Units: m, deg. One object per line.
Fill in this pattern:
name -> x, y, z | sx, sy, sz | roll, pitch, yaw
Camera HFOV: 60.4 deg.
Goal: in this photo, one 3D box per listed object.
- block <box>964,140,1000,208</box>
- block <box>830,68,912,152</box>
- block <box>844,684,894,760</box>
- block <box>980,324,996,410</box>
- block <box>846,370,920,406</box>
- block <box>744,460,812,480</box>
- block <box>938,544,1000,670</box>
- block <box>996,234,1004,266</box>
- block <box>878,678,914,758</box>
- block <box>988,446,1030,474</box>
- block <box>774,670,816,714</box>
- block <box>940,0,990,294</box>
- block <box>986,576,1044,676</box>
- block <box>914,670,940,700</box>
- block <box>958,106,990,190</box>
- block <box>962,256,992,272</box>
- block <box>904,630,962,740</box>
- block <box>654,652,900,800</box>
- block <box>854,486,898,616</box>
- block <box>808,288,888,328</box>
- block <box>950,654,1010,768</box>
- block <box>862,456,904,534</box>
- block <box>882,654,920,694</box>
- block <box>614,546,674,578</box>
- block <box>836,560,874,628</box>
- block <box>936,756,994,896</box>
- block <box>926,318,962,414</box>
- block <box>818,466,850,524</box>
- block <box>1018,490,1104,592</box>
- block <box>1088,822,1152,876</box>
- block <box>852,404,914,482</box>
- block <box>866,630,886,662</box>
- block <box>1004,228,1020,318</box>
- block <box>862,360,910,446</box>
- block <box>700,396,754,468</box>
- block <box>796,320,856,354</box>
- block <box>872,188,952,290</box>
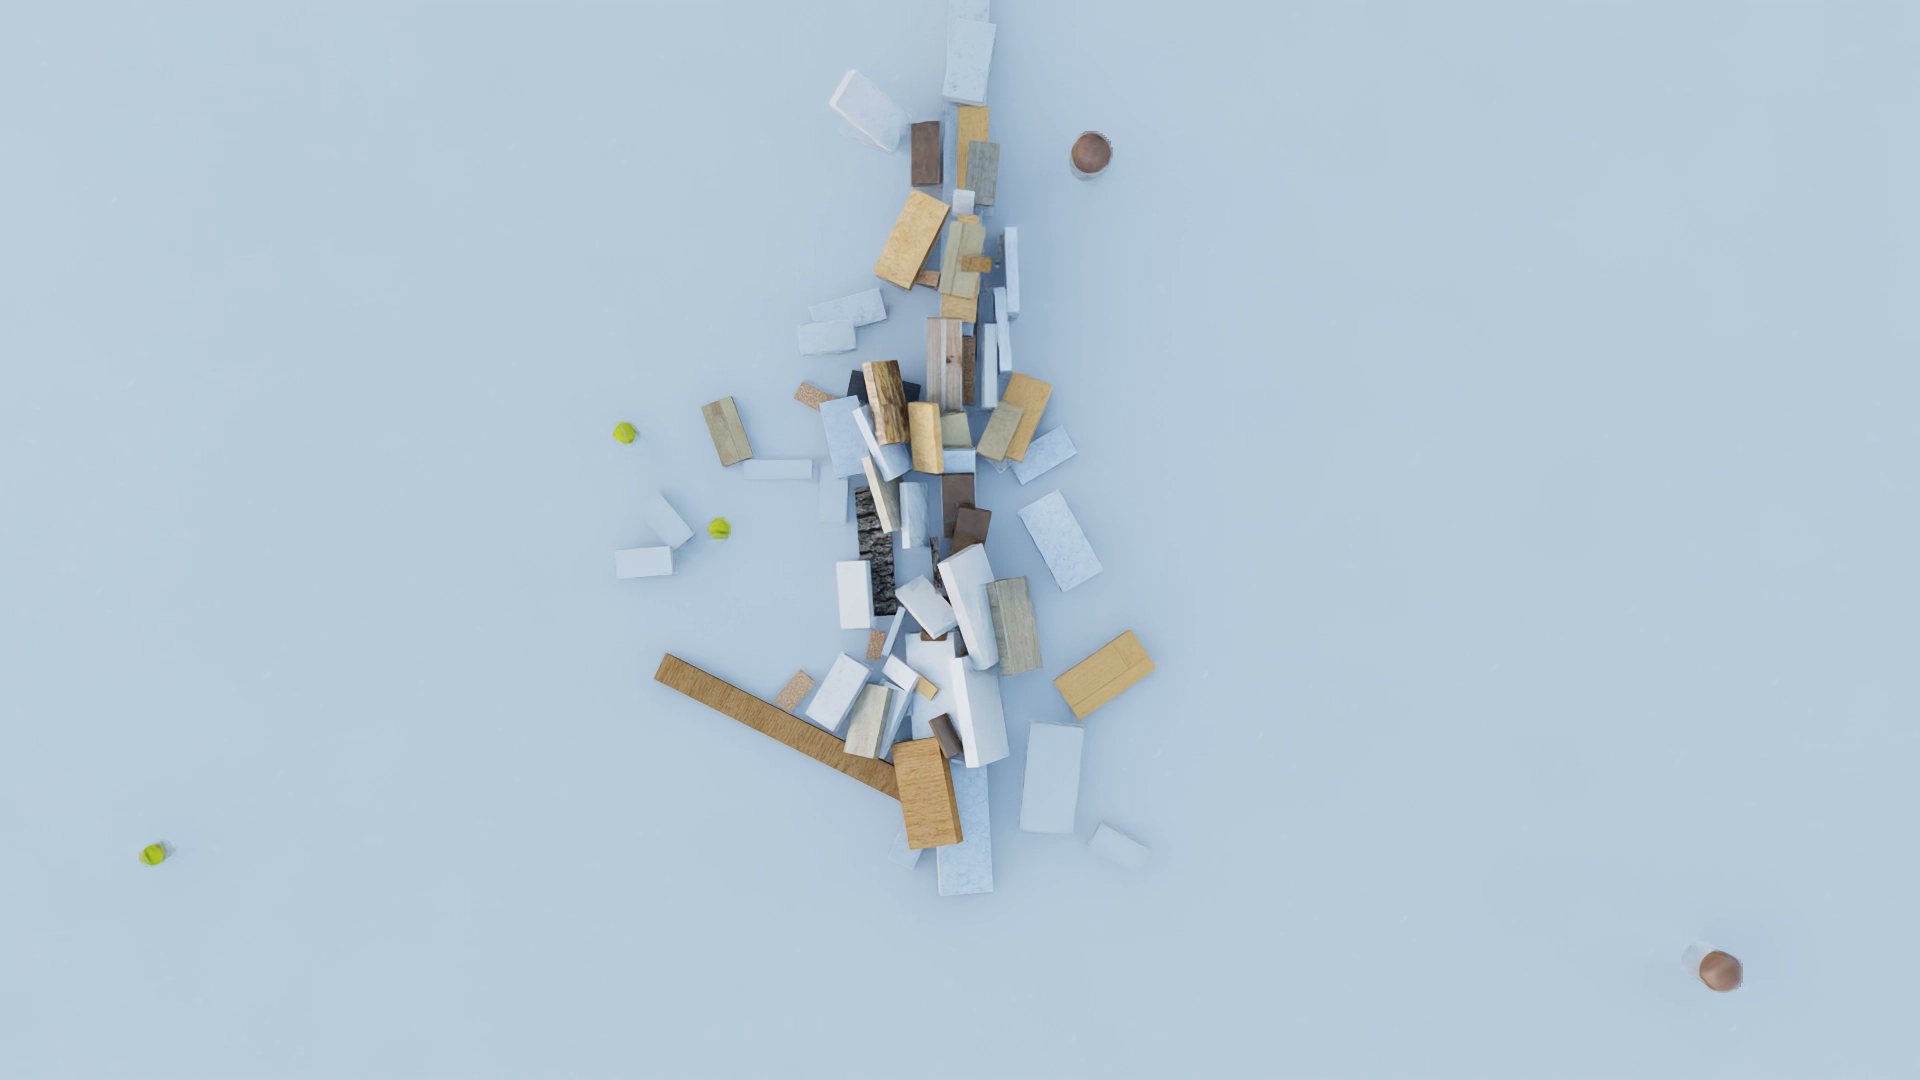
block -> 0.072, -1.203, 5.418 | 0.102, 0.029, 0.204 | 6, 90, 0
block -> -0.291, -1.404, 5.397 | 0.270, 0.038, 0.135 | 32, 89, -40
block -> -0.302, 0.595, 5.441 | 0.118, 0.033, 0.236 | 8, 81, 31
block -> 0.094, -0.568, 5.431 | 0.038, 0.135, 0.271 | 0, 90, -5
block -> -0.254, -0.494, 5.487 | 0.233, 0.027, 0.094 | 12, 90, 0
block -> -0.607, -0.235, 5.491 | 0.227, 0.018, 0.064 | -1, 90, 0
block -> 0.060, 0.218, 5.388 | 0.051, 0.179, 0.374 | -10, 103, 43
block -> 0.132, -0.964, 5.476 | 0.013, 0.047, 0.095 | 8, 90, 0
block -> -0.255, 0.591, 5.455 | 0.118, 0.033, 0.236 | 24, 90, 32
block -> 0.161, -0.288, 5.462 | 0.128, 0.018, 0.064 | -43, 78, -3
block -> -0.550, 0.504, 5.490 | 0.068, 0.019, 0.136 | 41, 90, 0
block -> 0.016, -1.337, 5.481 | 0.135, 0.038, 1.025 | 2, 90, 0
block -> 0.180, 0.282, 5.430 | 0.044, 0.154, 0.309 | -10, 90, 44
block -> -0.119, 0.480, 5.425 | 0.097, 0.014, 0.049 | 38, 106, 18
block -> 0.043, -1.274, 5.447 | 0.102, 0.029, 0.310 | 1, 90, 0
block -> 0.052, -0.882, 5.280 | 0.095, 0.013, 0.047 | 3, 98, -4
block -> -0.079, 0.480, 5.441 | 0.175, 0.050, 0.350 | -4, 90, 24
block -> -0.562, 0.634, 5.487 | 0.971, 0.027, 0.094 | 26, 90, 0
block -> -0.279, 0.037, 5.484 | 0.111, 0.031, 0.431 | -4, 90, 0
block -> -0.372, -0.754, 5.485 | 0.240, 0.030, 0.107 | -16, 90, 0
block -> 0.065, 0.552, 5.413 | 0.051, 0.179, 0.357 | -9, 90, 36
block -> -0.233, -0.159, 5.439 | 0.036, 0.128, 0.256 | -17, 90, 39
block -> -0.194, 0.441, 5.448 | 0.136, 0.019, 0.068 | 35, 100, 36
block -> -1.046, 0.073, 5.473 | 0.187, 0.027, 0.094 | -5, 95, 6
block -> -0.346, 0.181, 5.462 | 0.111, 0.031, 0.221 | -4, 90, 26
block -> 0.008, 0.935, 5.462 | 0.175, 0.050, 0.464 | -3, 90, -9
block -> -0.050, -0.536, 5.392 | 0.115, 0.033, 0.383 | 1, 111, 2
block -> -0.421, -0.152, 5.487 | 0.093, 0.026, 0.186 | 4, 90, 0
block -> 0.333, 0.002, 5.478 | 0.154, 0.044, 0.309 | -29, 90, 0
block -> 0.530, 1.027, 5.487 | 0.188, 0.027, 0.094 | 29, 90, 0
block -> -0.251, -0.331, 5.425 | 0.036, 0.128, 0.256 | -20, 98, 39
block -> -0.280, 0.352, 5.493 | 0.049, 0.014, 0.097 | 11, 90, 0
block -> 0.169, -0.880, 5.431 | 0.039, 0.137, 0.275 | -2, 90, -1
block -> -0.236, -0.451, 5.409 | 0.038, 0.135, 0.271 | -11, 90, 39
block -> -0.774, -0.360, 5.485 | 0.107, 0.030, 0.213 | -20, 90, 0
block -> -0.442, -0.674, 5.458 | 0.186, 0.026, 0.093 | -6, 105, -3
block -> -0.159, -0.993, 5.459 | 0.137, 0.039, 0.305 | 27, 94, 9
